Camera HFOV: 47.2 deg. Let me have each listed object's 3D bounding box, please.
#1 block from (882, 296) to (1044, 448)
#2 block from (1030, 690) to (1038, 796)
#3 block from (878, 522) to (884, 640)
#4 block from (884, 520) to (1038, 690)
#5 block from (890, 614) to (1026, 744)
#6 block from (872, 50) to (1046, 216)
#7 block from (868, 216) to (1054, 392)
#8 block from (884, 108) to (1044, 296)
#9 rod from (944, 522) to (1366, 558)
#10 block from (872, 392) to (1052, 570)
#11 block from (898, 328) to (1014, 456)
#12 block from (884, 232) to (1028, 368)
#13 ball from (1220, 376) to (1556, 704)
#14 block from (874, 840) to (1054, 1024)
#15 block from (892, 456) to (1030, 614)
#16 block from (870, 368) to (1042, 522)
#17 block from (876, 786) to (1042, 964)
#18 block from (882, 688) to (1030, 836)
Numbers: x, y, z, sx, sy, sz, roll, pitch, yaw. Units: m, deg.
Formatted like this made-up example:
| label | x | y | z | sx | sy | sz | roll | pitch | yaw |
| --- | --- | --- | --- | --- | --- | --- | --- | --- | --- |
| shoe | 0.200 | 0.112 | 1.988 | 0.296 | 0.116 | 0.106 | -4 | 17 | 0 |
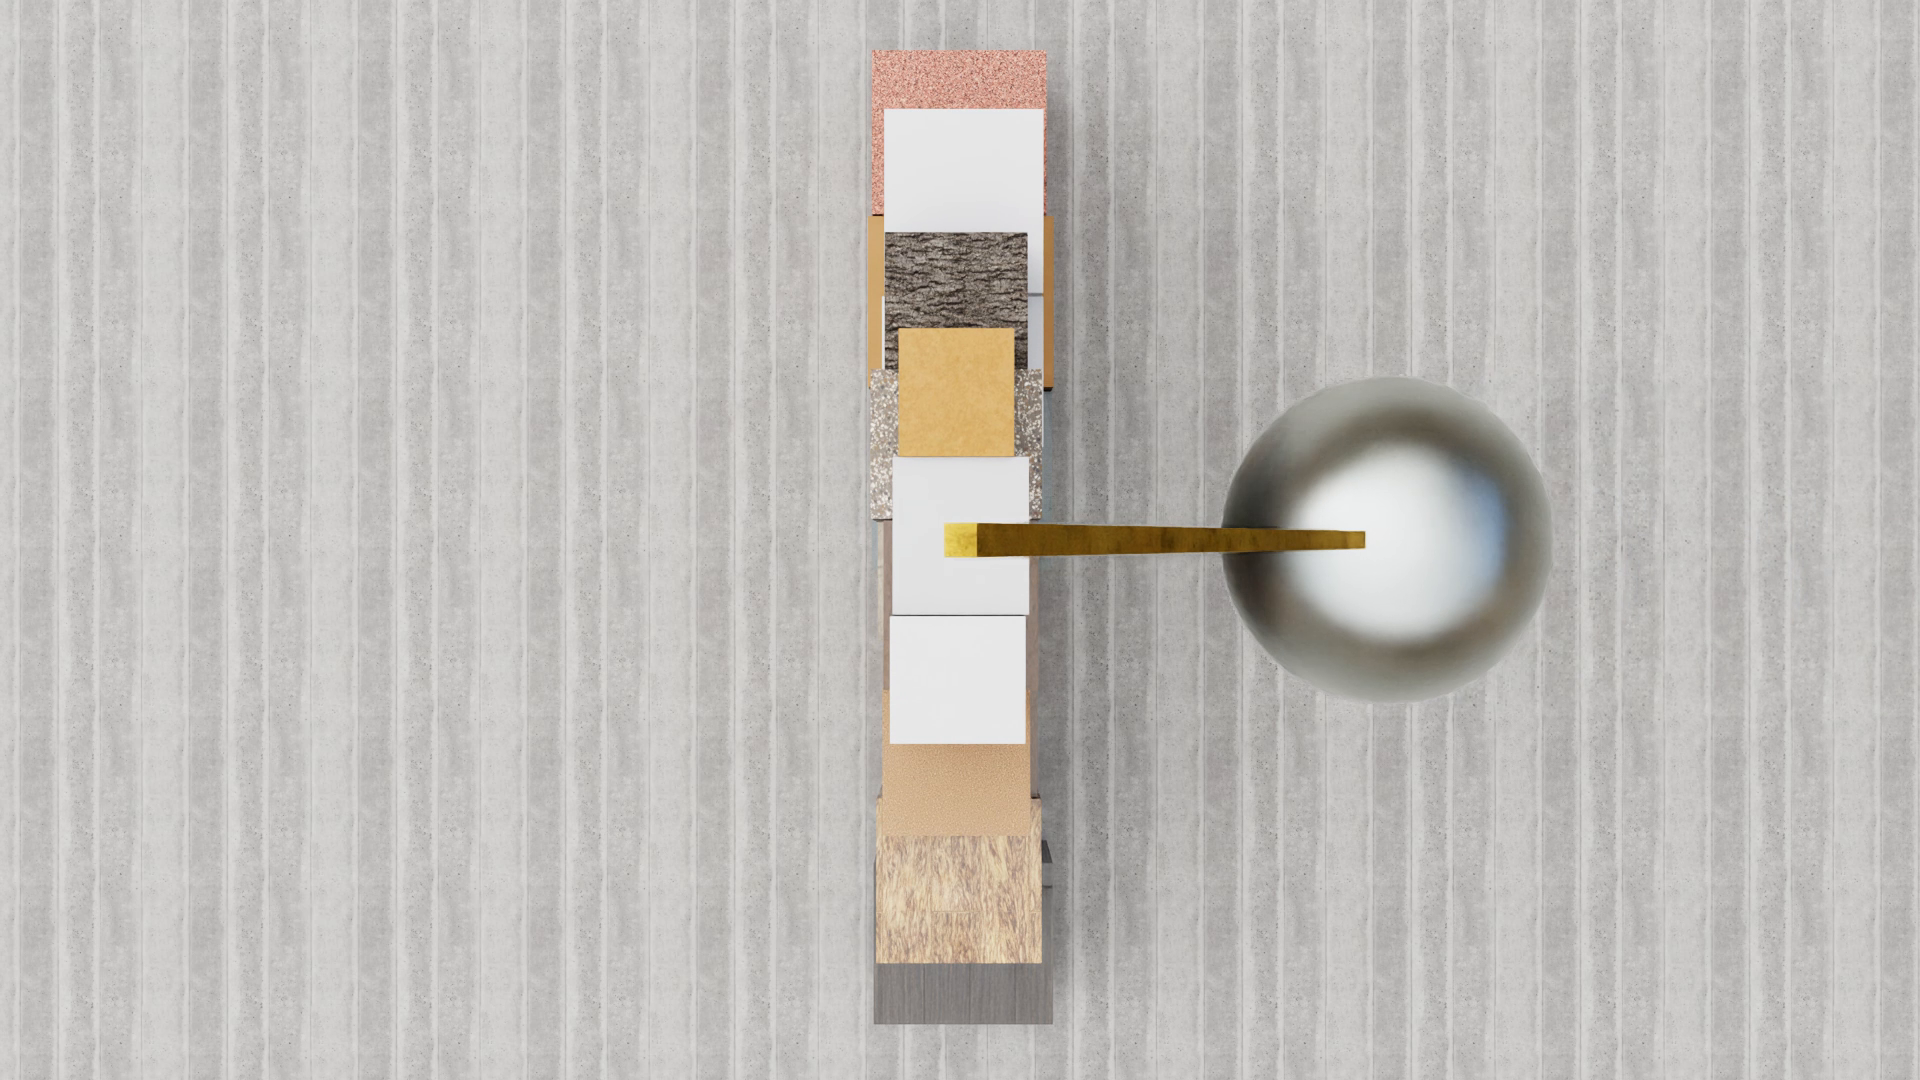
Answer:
| label | x | y | z | sx | sy | sz | roll | pitch | yaw |
| --- | --- | --- | --- | --- | --- | --- | --- | --- | --- |
| block | 0.014 | -0.860 | 11.602 | 0.825 | 0.725 | 0.768 | 0 | 90 | 0 |
| block | 0.007 | 0.929 | 11.756 | 0.786 | 0.794 | 0.794 | 0 | 90 | 0 |
| block | -0.010 | 0.023 | 11.685 | 0.817 | 0.940 | 0.988 | 0 | 89 | 0 |
| block | 0.004 | 0.315 | 10.834 | 0.738 | 0.756 | 0.805 | 0 | 89 | 0 |
| block | -0.010 | 0.629 | 10.137 | 0.605 | 0.631 | 0.568 | 0 | 89 | 0 |
| block | -0.004 | -2.216 | 12.473 | 0.949 | 1.055 | 0.889 | 0 | 90 | 0 |
| block | 0.004 | -1.298 | 12.482 | 1.010 | 1.035 | 0.928 | 0 | 90 | 0 |
| block | 0.019 | -1.707 | 11.488 | 0.797 | 0.917 | 0.920 | 0 | 91 | 0 |
| rod | 0.899 | 0.000 | 7.534 | 0.080 | 5.200 | 0.080 | 0 | 90 | 20 |
| block | 0.010 | -0.328 | 12.600 | 1.001 | 0.800 | 0.991 | 0 | 90 | 0 |
| block | -0.015 | -0.662 | 10.127 | 0.516 | 0.571 | 0.573 | 0 | 90 | 0 |
| block | -0.017 | -1.143 | 10.723 | 0.678 | 0.634 | 0.644 | 0 | 91 | 0 |
| ball | 2.074 | 0.000 | 10.724 | 1.600 | 1.600 | 1.600 | 0 | 90 | 0 |
| block | 0.018 | 2.217 | 12.536 | 0.986 | 0.928 | 0.886 | 0 | 90 | 0 |
| block | 0.004 | -0.017 | 10.176 | 0.613 | 0.566 | 0.710 | 0 | 89 | 0 |
| block | -0.017 | -0.453 | 10.842 | 0.815 | 0.756 | 0.714 | 0 | 89 | 0 |
| block | -0.006 | 1.749 | 11.657 | 0.844 | 0.829 | 0.837 | 0 | 89 | 0 |
| block | -0.017 | 1.077 | 10.925 | 0.712 | 0.660 | 0.709 | 0 | 89 | 0 |
